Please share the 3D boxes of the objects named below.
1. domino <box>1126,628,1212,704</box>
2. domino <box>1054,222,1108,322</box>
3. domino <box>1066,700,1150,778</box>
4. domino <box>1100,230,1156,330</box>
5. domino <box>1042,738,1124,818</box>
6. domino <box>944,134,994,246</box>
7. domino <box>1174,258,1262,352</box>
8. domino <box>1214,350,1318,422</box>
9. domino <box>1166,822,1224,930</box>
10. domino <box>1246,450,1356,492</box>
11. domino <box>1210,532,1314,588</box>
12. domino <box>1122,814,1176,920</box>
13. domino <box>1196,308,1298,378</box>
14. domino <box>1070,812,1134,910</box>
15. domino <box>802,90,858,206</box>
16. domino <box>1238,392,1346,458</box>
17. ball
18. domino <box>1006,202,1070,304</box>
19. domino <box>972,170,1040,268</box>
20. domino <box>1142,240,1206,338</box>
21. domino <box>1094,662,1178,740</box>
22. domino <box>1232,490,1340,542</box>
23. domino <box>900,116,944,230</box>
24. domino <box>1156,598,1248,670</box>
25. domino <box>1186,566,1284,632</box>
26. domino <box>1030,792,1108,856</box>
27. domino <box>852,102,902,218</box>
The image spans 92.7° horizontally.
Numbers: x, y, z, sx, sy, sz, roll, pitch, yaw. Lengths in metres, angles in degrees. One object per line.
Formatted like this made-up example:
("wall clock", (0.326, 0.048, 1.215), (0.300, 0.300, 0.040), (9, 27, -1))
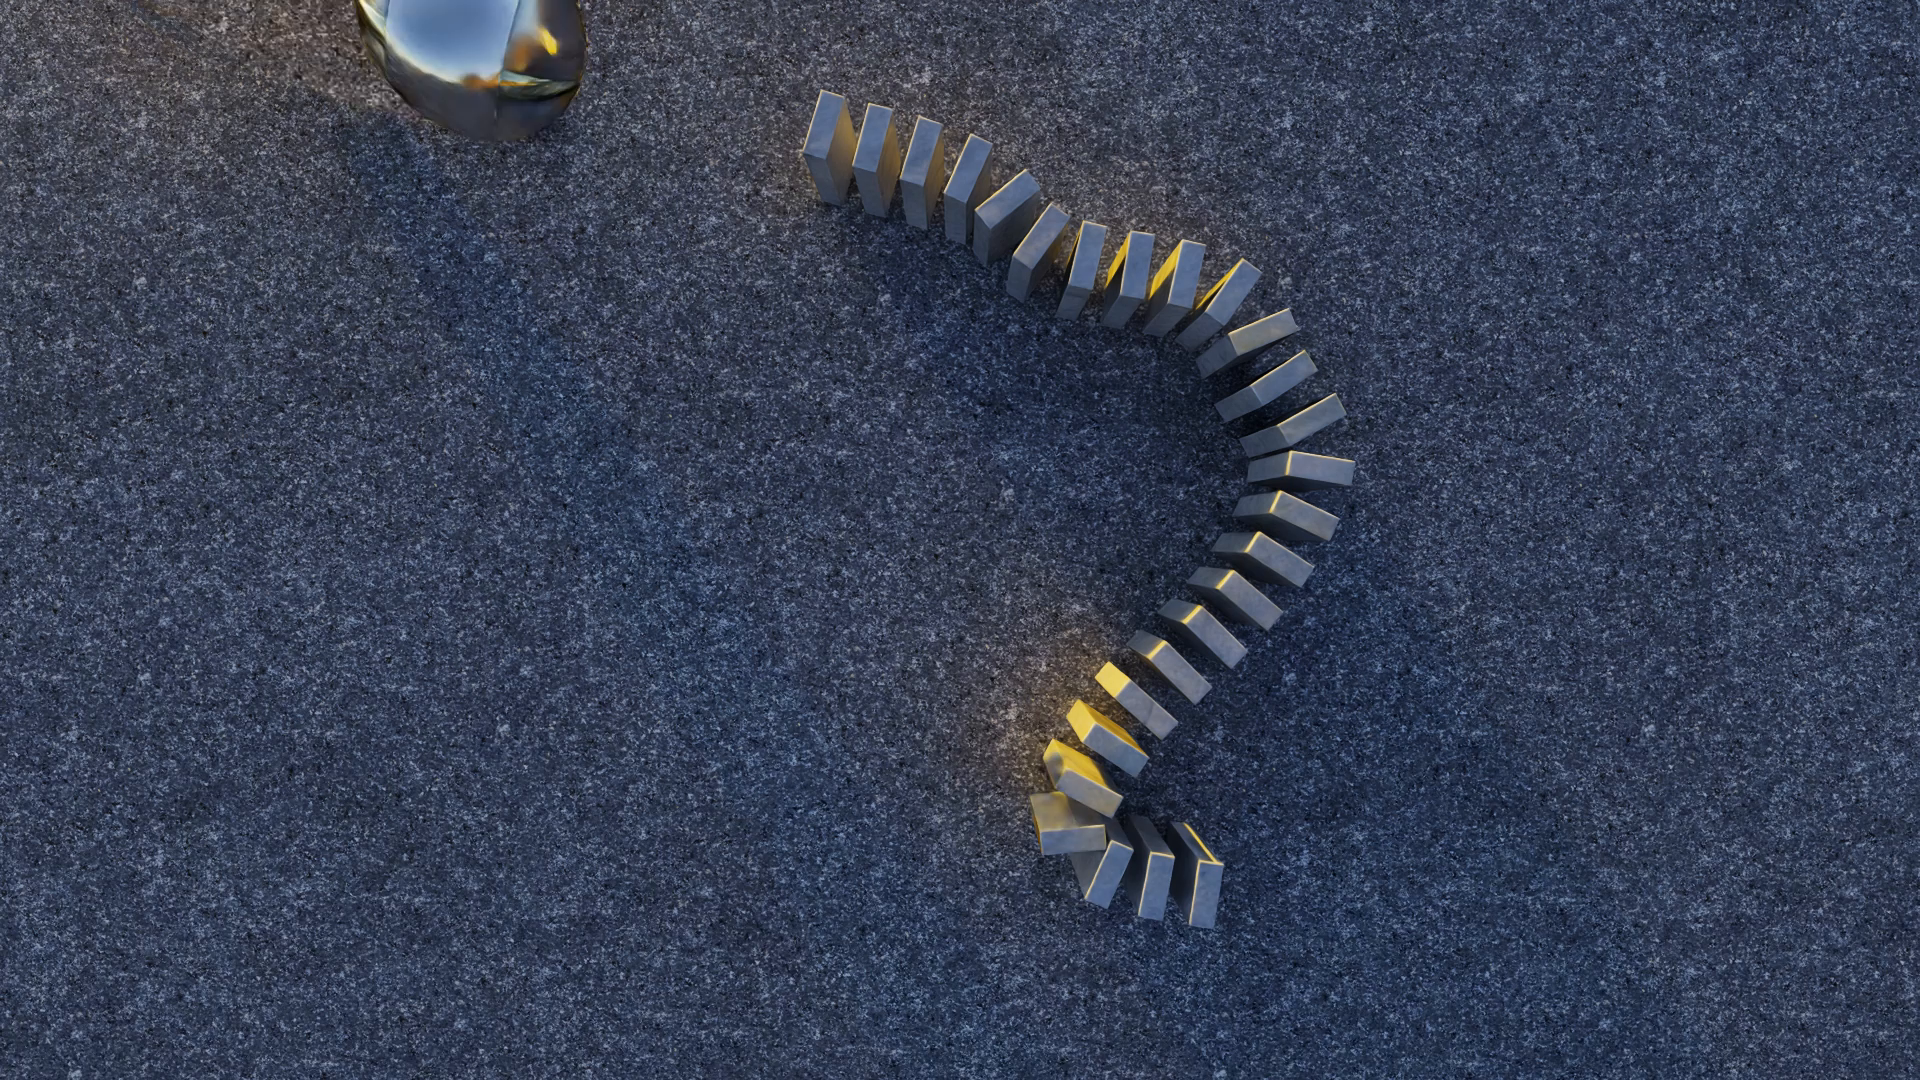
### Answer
("domino", (0.084, 0.051, 0.375), (0.025, 0.050, 0.009), (45, 90, 0))
("domino", (0.049, -0.109, 0.375), (0.009, 0.050, 0.025), (13, 90, 0))
("domino", (0.059, 0.080, 0.375), (0.025, 0.050, 0.010), (34, 90, 0))
("domino", (0.068, -0.105, 0.375), (0.010, 0.050, 0.025), (9, 90, 0))
("domino", (0.049, 0.097, 0.375), (0.025, 0.050, 0.009), (28, 90, 0))
("domino", (0.003, -0.142, 0.375), (0.009, 0.050, 0.025), (24, 90, 0))
("domino", (0.105, -0.095, 0.375), (0.009, 0.050, 0.025), (36, 90, 0))
("domino", (0.124, -0.062, 0.375), (0.025, 0.050, 0.009), (-33, 90, 0))
("domino", (0.094, 0.136, 0.375), (0.009, 0.050, 0.025), (9, 90, 0))
("domino", (0.138, -0.027, 0.375), (0.025, 0.050, 0.010), (9, 90, 0))
("domino", (0.122, 0.008, 0.375), (0.025, 0.050, 0.009), (33, 90, 0))
("domino", (0.075, 0.132, 0.375), (0.010, 0.050, 0.025), (11, 90, 0))
("domino", (0.116, -0.079, 0.375), (0.025, 0.050, 0.009), (-23, 90, 0))
("domino", (0.057, 0.128, 0.375), (0.009, 0.050, 0.025), (24, 90, 0))
("domino", (-0.052, -0.159, 0.375), (0.010, 0.050, 0.025), (17, 90, 0))
("domino", (0.135, -0.046, 0.375), (0.025, 0.050, 0.010), (-29, 90, 0))
("ball", (-0.190, -0.201, 0.360), (0.080, 0.080, 0.080), (0, 90, 0))
("domino", (0.031, -0.116, 0.375), (0.009, 0.050, 0.025), (36, 90, 0))
("domino", (0.018, -0.130, 0.375), (0.025, 0.050, 0.010), (-39, 90, 0))
("domino", (0.087, -0.102, 0.375), (0.009, 0.050, 0.025), (13, 90, 0))
("domino", (0.071, 0.065, 0.375), (0.025, 0.050, 0.010), (42, 90, 0))
("domino", (0.132, -0.009, 0.375), (0.025, 0.050, 0.009), (25, 90, 0))
("domino", (-0.015, -0.149, 0.375), (0.010, 0.050, 0.025), (17, 90, 0))
("domino", (0.098, 0.037, 0.375), (0.025, 0.050, 0.010), (45, 90, 0))
("domino", (0.111, 0.023, 0.375), (0.025, 0.050, 0.010), (40, 90, 0))
("domino", (0.043, 0.115, 0.375), (0.025, 0.050, 0.009), (-5, 90, 0))
("domino", (-0.033, -0.154, 0.375), (0.009, 0.050, 0.025), (15, 90, 0))
